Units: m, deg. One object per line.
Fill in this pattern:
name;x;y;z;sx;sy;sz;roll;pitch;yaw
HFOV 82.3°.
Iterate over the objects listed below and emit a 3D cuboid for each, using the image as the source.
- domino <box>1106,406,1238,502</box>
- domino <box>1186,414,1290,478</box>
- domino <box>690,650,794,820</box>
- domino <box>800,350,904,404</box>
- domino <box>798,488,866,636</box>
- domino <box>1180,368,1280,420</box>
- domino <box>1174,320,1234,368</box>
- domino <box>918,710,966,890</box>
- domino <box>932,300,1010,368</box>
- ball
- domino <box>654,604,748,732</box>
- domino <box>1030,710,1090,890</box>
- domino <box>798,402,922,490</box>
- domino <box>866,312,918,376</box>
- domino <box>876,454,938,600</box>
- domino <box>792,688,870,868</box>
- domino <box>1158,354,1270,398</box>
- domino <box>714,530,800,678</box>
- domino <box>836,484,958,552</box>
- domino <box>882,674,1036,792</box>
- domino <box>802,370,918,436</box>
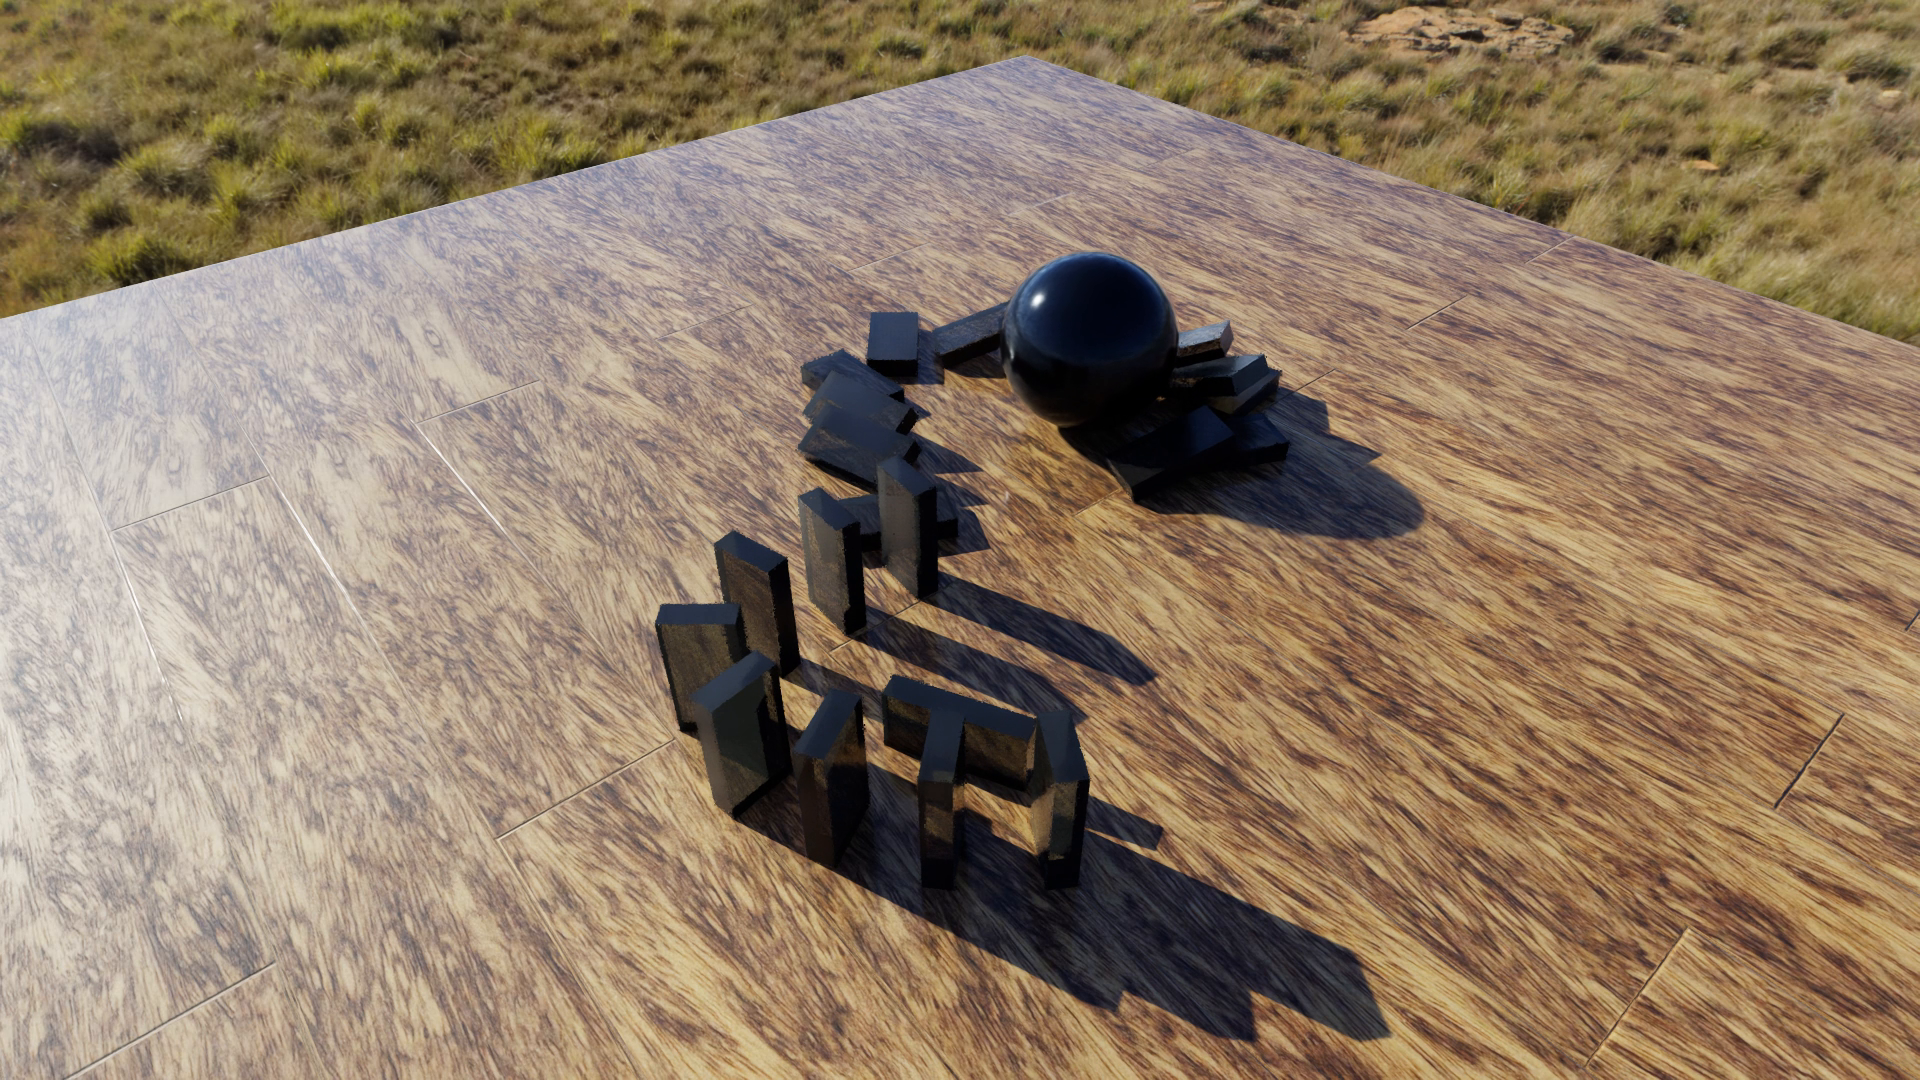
domino;0.092;-0.038;0.477;0.050;0.010;0.025;-27;43;-3
domino;0.119;-0.043;0.496;0.050;0.010;0.025;-10;40;-12
domino;-0.066;0.060;0.338;0.010;0.050;0.025;28;47;30
domino;-0.053;-0.075;0.535;0.025;0.009;0.050;-29;47;-31
domino;-0.046;0.008;0.401;0.009;0.050;0.025;-27;46;-29
domino;0.131;-0.071;0.531;0.025;0.010;0.050;28;47;30
domino;0.106;-0.093;0.539;0.050;0.009;0.025;-9;25;30
domino;-0.005;0.076;0.319;0.009;0.050;0.025;5;40;6
domino;0.013;-0.106;0.561;0.050;0.009;0.025;-20;40;4
ball;0.058;-0.089;0.496;0.080;0.080;0.080;0;39;0
domino;-0.082;0.042;0.360;0.025;0.050;0.010;0;39;0
domino;0.028;0.076;0.319;0.010;0.050;0.025;-5;40;-6
domino;-0.044;-0.040;0.483;0.050;0.010;0.025;25;76;27
domino;-0.034;-0.101;0.567;0.025;0.009;0.050;-1;39;-1
domino;-0.020;-0.004;0.417;0.009;0.050;0.025;-25;45;-27
domino;-0.037;0.071;0.325;0.009;0.050;0.025;13;41;16
domino;0.116;-0.077;0.516;0.025;0.010;0.050;-33;23;-29
domino;-0.070;0.023;0.383;0.025;0.050;0.009;25;45;27
domino;-0.028;-0.009;0.454;0.050;0.010;0.025;-10;40;-11
domino;0.000;0.062;0.355;0.050;0.025;0.009;15;42;18
domino;-0.046;-0.057;0.504;0.050;0.010;0.025;28;80;30
